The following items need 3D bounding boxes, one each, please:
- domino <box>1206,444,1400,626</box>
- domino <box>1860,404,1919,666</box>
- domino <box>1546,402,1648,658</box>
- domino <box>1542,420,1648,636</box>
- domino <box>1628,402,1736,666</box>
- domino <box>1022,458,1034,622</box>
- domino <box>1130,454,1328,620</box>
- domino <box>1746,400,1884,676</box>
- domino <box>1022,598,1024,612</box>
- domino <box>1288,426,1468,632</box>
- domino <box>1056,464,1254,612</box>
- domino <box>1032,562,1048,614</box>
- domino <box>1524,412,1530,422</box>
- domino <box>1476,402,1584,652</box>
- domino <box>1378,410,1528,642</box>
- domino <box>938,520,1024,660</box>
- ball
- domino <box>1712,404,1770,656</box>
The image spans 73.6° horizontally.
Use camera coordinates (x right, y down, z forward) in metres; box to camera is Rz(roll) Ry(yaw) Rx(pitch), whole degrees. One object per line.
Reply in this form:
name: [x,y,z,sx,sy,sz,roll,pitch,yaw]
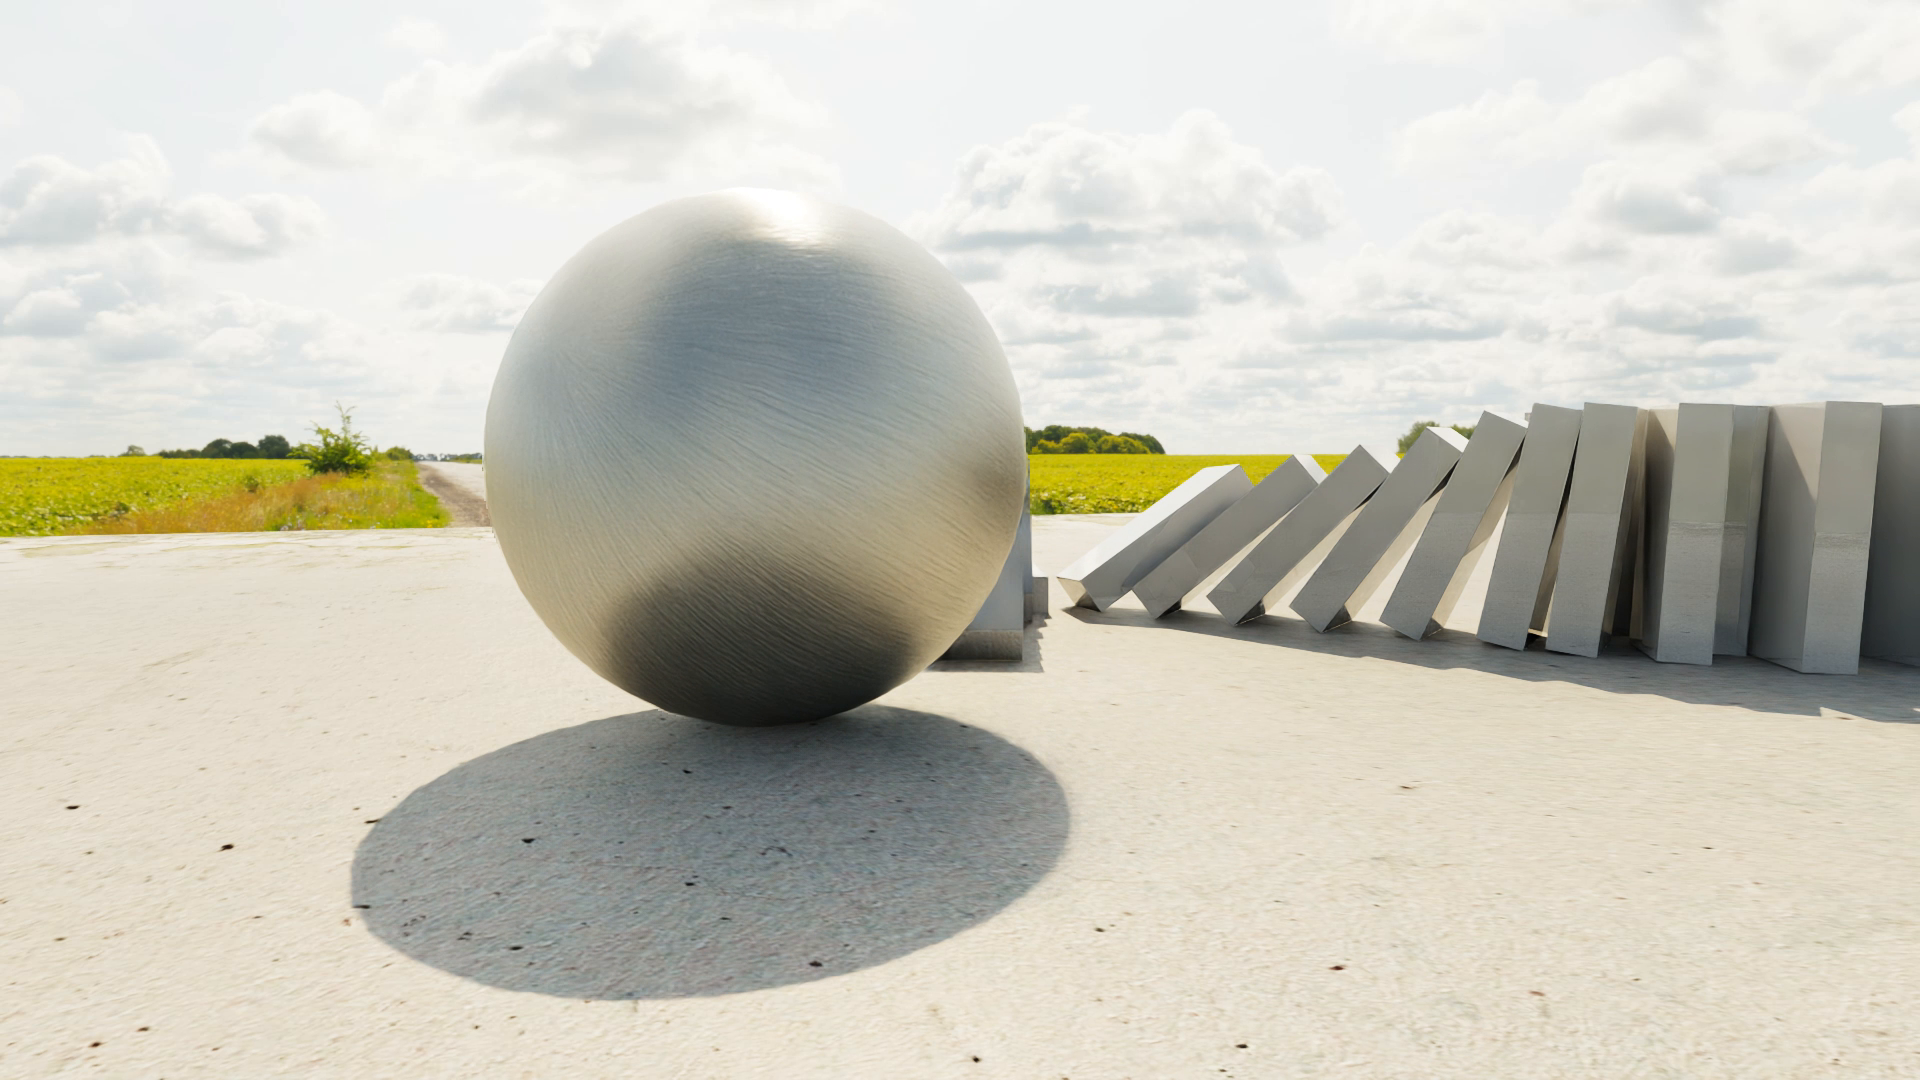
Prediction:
domino: [0.082,-0.001,0.302,0.010,0.050,0.025,49,25,18]
domino: [0.187,-0.001,0.247,0.009,0.050,0.025,0,4,-14]
domino: [0.132,-0.003,0.265,0.010,0.050,0.025,10,9,31]
domino: [0.145,-0.004,0.287,0.025,0.050,0.009,0,4,-4]
domino: [0.144,-0.002,0.258,0.010,0.050,0.025,4,5,16]
domino: [0.005,-0.001,0.322,0.025,0.010,0.050,0,43,1]
domino: [0.067,-0.001,0.312,0.050,0.010,0.025,-42,-13,20]
domino: [0.163,-0.001,0.247,0.010,0.050,0.025,3,5,8]
domino: [0.001,0.000,0.293,0.025,0.009,0.050,0,48,1]
domino: [0.097,-0.002,0.292,0.010,0.050,0.025,42,24,23]
domino: [0.050,-0.001,0.328,0.050,0.010,0.025,-36,6,-7]
domino: [0.009,0.012,0.344,0.025,0.010,0.050,0,4,-3]
domino: [0.149,-0.006,0.308,0.025,0.050,0.010,4,6,42]
domino: [0.123,-0.003,0.272,0.009,0.050,0.025,16,12,31]
domino: [0.111,-0.003,0.282,0.010,0.050,0.025,30,19,27]
domino: [0.000,0.002,0.266,0.025,0.010,0.050,0,48,2]
ball: [-0.030,-0.012,0.195,0.080,0.080,0.080,0,4,0]
domino: [0.157,-0.003,0.268,0.010,0.050,0.025,4,5,15]
